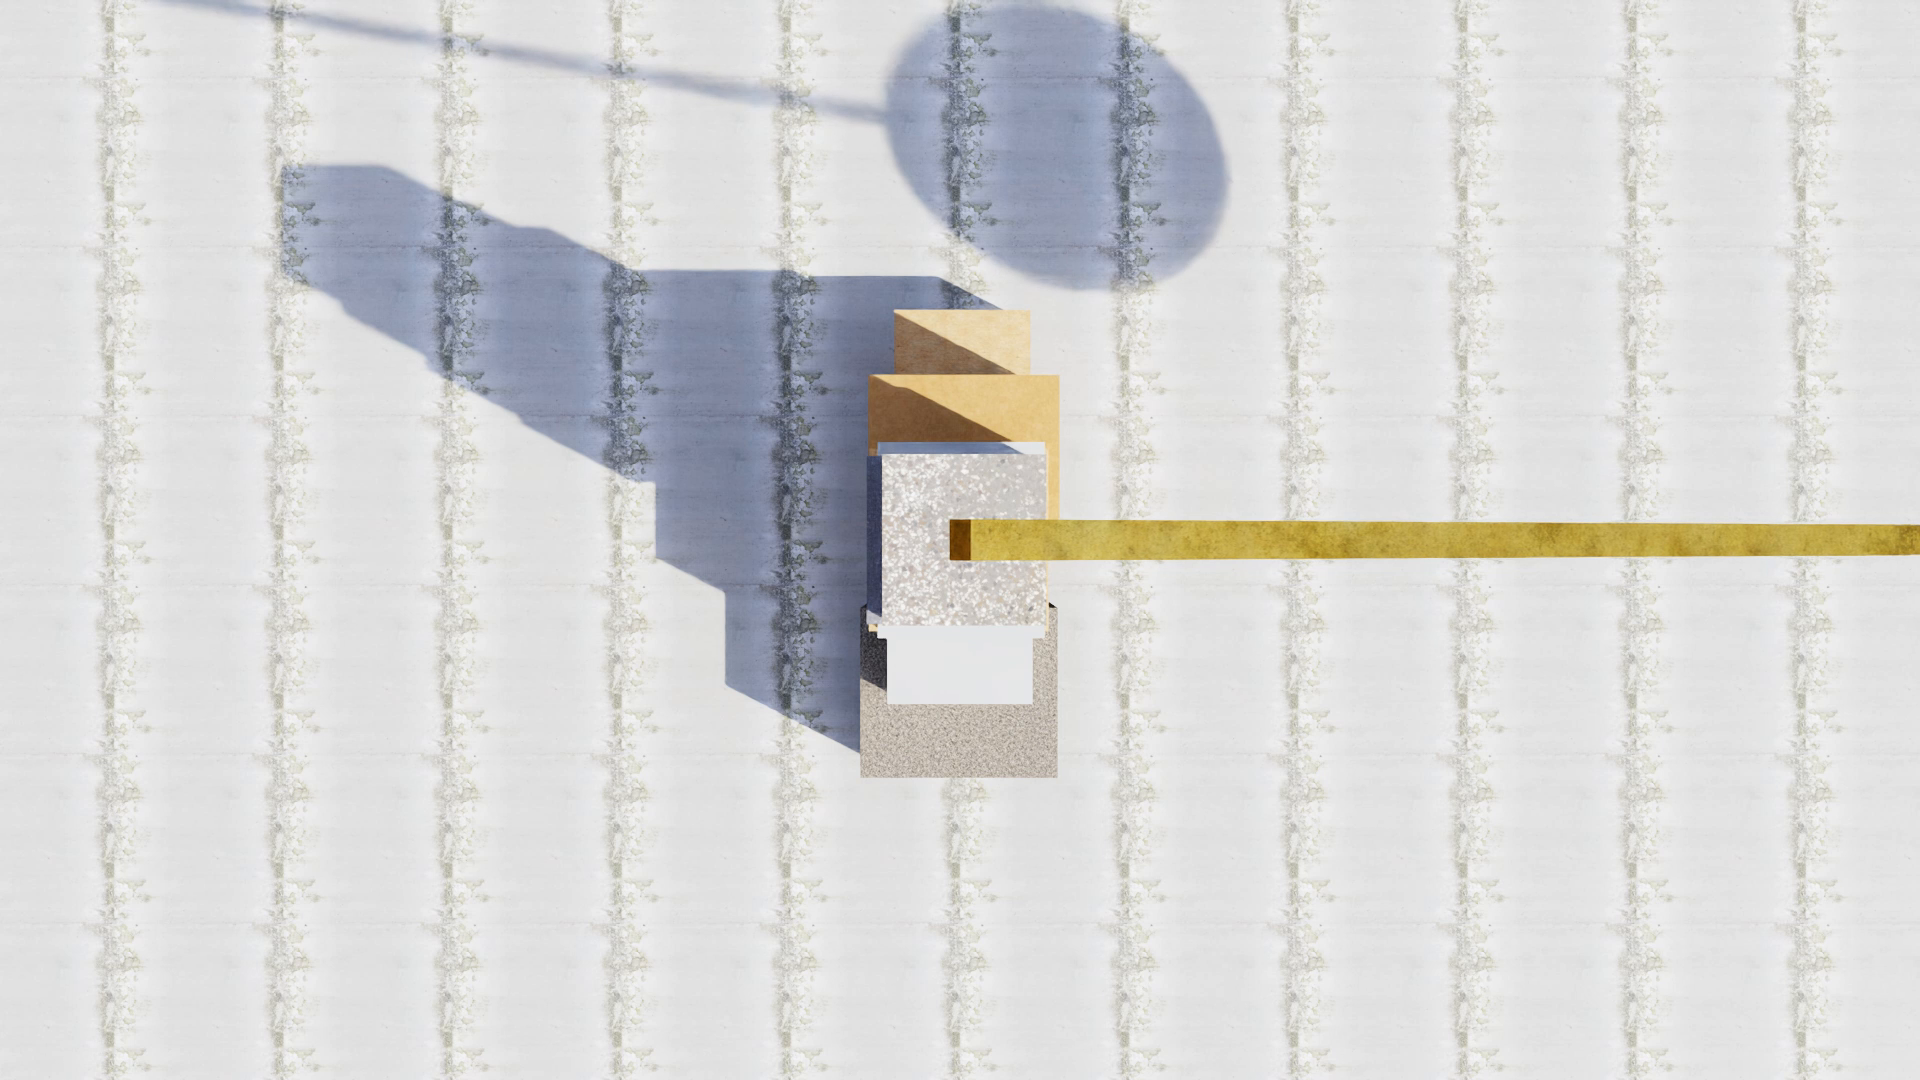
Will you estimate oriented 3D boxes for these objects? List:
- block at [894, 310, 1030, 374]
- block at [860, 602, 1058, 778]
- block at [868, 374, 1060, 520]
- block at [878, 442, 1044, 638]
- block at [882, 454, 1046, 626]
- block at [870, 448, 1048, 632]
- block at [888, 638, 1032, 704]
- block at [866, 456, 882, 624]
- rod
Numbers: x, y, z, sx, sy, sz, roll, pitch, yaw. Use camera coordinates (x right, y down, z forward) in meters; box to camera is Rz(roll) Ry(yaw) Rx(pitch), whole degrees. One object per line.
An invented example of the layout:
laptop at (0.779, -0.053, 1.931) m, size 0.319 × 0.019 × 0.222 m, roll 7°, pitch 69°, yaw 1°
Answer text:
block at (0.014, -0.919, 12.669) m, size 0.763 × 0.661 × 0.744 m, roll 0°, pitch 90°, yaw 0°
block at (-0.006, 0.830, 12.472) m, size 1.072 × 1.057 × 0.923 m, roll 0°, pitch 90°, yaw 0°
block at (0.019, -0.378, 11.634) m, size 0.968 × 0.995 × 0.917 m, roll 0°, pitch 90°, yaw 0°
block at (0.005, 0.000, 9.896) m, size 0.723 × 0.776 × 0.848 m, roll 0°, pitch 90°, yaw 0°
block at (0.016, 0.000, 8.651) m, size 0.626 × 0.549 × 0.653 m, roll 0°, pitch 90°, yaw 0°
block at (-0.006, 0.000, 10.710) m, size 0.839 × 0.853 × 0.852 m, roll 0°, pitch 90°, yaw 0°
block at (-0.001, 0.464, 11.579) m, size 0.740 × 0.728 × 0.745 m, roll 0°, pitch 90°, yaw 0°
block at (-0.019, 0.000, 9.217) m, size 0.720 × 0.582 × 0.682 m, roll 0°, pitch 90°, yaw 0°
rod at (2.212, 0.000, 5.592) m, size 5.200 × 0.080 × 0.080 m, roll 0°, pitch 90°, yaw -32°
